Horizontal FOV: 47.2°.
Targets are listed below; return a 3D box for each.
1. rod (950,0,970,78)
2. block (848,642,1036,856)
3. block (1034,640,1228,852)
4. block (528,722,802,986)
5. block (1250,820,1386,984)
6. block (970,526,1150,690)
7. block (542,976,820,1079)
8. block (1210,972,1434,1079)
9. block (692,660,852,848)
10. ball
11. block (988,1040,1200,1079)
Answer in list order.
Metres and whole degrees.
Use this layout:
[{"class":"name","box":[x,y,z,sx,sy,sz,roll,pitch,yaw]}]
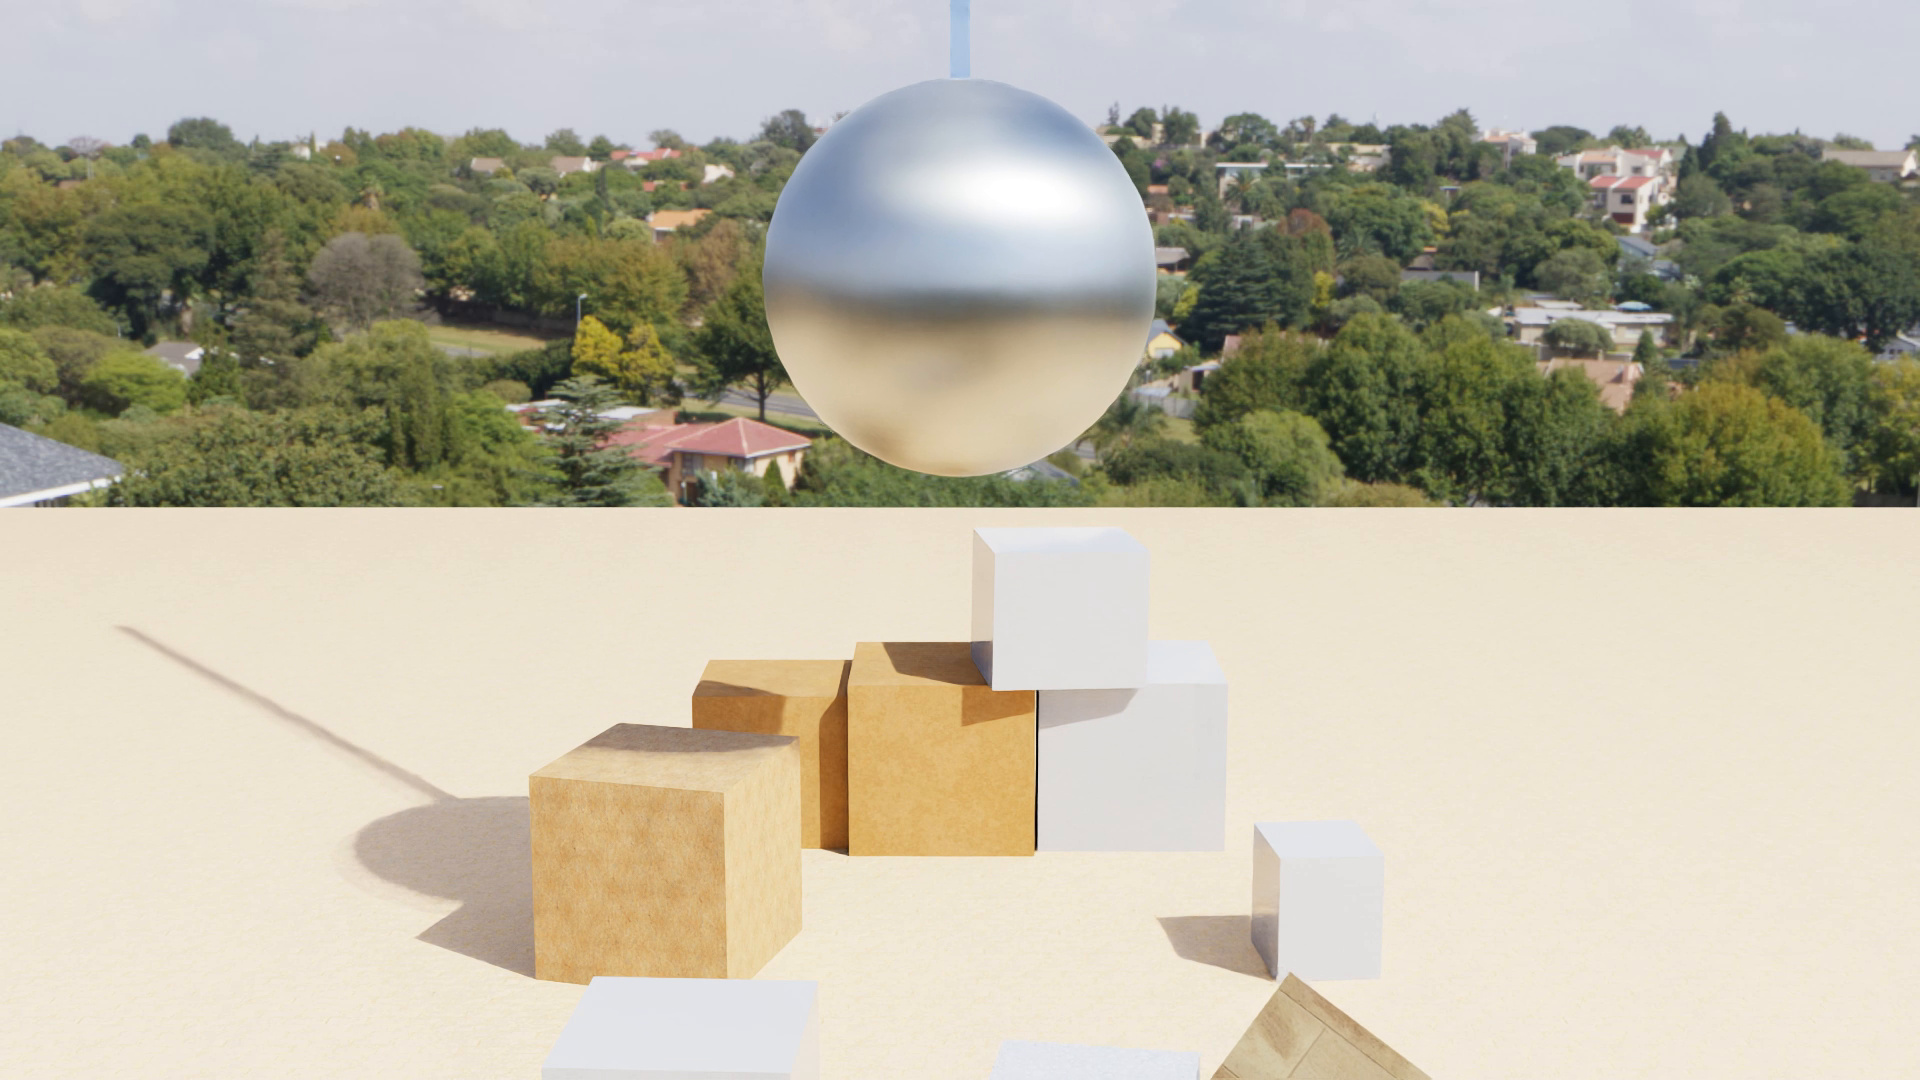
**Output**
[{"class":"rod","box":[0.000,-4.410,9.481,0.080,5.200,0.080,0,-10,0]},{"class":"block","box":[-0.091,1.056,11.313,0.920,0.874,0.956,0,10,0]},{"class":"block","box":[0.856,1.048,11.386,0.934,0.865,0.950,0,10,0]},{"class":"block","box":[-1.254,1.368,9.536,0.874,0.897,0.885,3,11,16]},{"class":"block","box":[1.538,1.552,9.496,0.446,0.548,0.501,-1,10,-5]},{"class":"block","box":[0.489,0.330,10.985,0.763,0.676,0.705,-1,10,-8]},{"class":"block","box":[-0.858,1.895,6.975,0.748,0.775,0.728,1,10,3]},{"class":"block","box":[1.047,1.818,5.858,0.745,0.843,0.809,33,-7,41]},{"class":"block","box":[-0.945,1.093,11.357,0.772,0.786,0.793,0,10,0]},{"class":"ball","box":[0.000,-1.057,8.917,1.600,1.600,1.600,0,10,0]},{"class":"block","box":[0.403,1.991,6.837,0.634,0.637,0.589,2,10,10]}]
